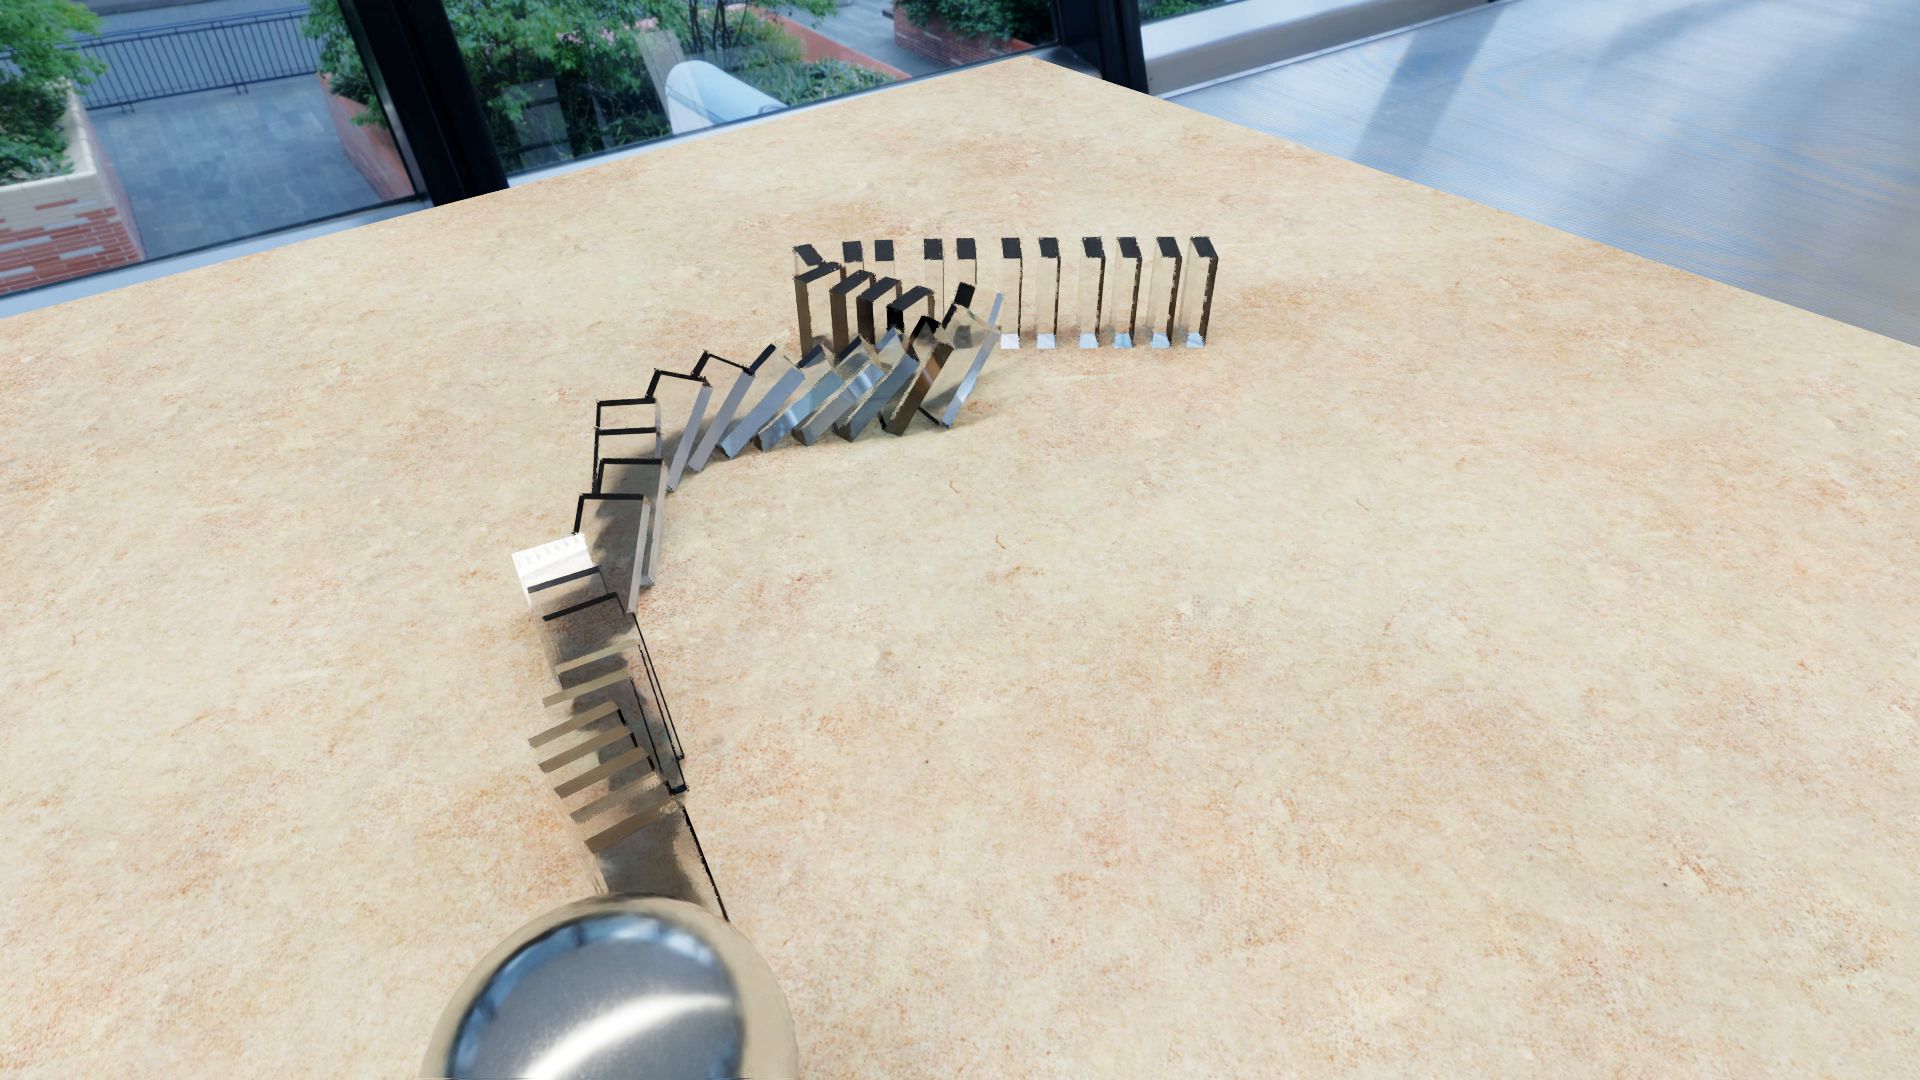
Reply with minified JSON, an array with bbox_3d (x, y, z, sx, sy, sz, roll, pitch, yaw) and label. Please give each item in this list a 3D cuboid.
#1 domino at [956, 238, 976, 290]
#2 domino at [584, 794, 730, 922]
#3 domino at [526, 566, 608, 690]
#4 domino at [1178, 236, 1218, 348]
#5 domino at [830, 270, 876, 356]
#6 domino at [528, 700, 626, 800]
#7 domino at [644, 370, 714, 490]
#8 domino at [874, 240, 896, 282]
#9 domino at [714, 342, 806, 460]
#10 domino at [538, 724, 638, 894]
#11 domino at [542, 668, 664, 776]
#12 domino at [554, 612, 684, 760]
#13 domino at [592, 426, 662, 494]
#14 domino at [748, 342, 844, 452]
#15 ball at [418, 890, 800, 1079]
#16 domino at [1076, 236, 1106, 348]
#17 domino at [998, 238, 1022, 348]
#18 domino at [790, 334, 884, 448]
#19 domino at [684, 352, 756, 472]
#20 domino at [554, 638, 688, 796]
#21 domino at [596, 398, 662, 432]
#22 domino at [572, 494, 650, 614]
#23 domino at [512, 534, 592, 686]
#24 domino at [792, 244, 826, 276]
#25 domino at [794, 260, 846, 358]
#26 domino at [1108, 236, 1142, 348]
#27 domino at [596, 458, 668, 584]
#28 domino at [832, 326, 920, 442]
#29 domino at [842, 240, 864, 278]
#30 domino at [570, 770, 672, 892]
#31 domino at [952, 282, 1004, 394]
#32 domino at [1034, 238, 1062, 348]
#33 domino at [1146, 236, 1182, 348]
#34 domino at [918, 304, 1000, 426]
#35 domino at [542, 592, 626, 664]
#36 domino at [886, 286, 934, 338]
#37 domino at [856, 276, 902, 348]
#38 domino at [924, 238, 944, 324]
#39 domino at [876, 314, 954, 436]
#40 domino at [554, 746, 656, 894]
[{"bbox_3d":[0.003,-0.127,0.566,0.009,0.050,0.025,-1,39,-1],"label":"domino"},{"bbox_3d":[-0.078,0.097,0.294,0.025,0.050,0.010,-25,20,-27],"label":"domino"},{"bbox_3d":[-0.130,0.036,0.383,0.025,0.010,0.050,-19,70,-21],"label":"domino"},{"bbox_3d":[0.122,-0.128,0.567,0.010,0.050,0.025,-1,39,-2],"label":"domino"},{"bbox_3d":[-0.051,-0.103,0.538,0.009,0.050,0.025,21,44,23],"label":"domino"},{"bbox_3d":[-0.103,0.075,0.320,0.025,0.050,0.010,-25,20,-27],"label":"domino"},{"bbox_3d":[-0.129,-0.049,0.482,0.025,0.010,0.050,12,74,17],"label":"domino"},{"bbox_3d":[-0.038,-0.125,0.564,0.009,0.050,0.025,-3,39,-4],"label":"domino"},{"bbox_3d":[-0.094,-0.063,0.498,0.050,0.010,0.025,-46,47,5],"label":"domino"},{"bbox_3d":[-0.098,0.081,0.313,0.025,0.050,0.010,-25,20,-27],"label":"domino"},{"bbox_3d":[-0.105,0.067,0.331,0.025,0.050,0.009,-20,17,-22],"label":"domino"},{"bbox_3d":[-0.109,0.051,0.353,0.025,0.050,0.009,-20,5,-22],"label":"domino"},{"bbox_3d":[-0.137,-0.021,0.451,0.025,0.009,0.050,-3,69,-3],"label":"domino"},{"bbox_3d":[-0.076,-0.065,0.500,0.050,0.010,0.025,-39,41,12],"label":"domino"},{"bbox_3d":[-0.076,0.119,0.242,0.080,0.080,0.080,0,39,0],"label":"ball"},{"bbox_3d":[0.067,-0.127,0.567,0.009,0.050,0.025,0,39,0],"label":"domino"},{"bbox_3d":[0.026,-0.127,0.566,0.009,0.050,0.025,-1,39,-1],"label":"domino"},{"bbox_3d":[-0.058,-0.068,0.502,0.050,0.009,0.025,-41,39,16],"label":"domino"},{"bbox_3d":[-0.116,-0.058,0.493,0.025,0.009,0.050,23,79,26],"label":"domino"},{"bbox_3d":[-0.105,0.059,0.341,0.025,0.050,0.010,-20,15,-22],"label":"domino"},{"bbox_3d":[-0.141,-0.035,0.467,0.025,0.009,0.050,-4,70,-1],"label":"domino"},{"bbox_3d":[-0.134,0.007,0.418,0.025,0.009,0.050,1,66,1],"label":"domino"},{"bbox_3d":[-0.141,0.025,0.397,0.025,0.010,0.050,-19,69,-21],"label":"domino"},{"bbox_3d":[-0.075,-0.122,0.560,0.010,0.050,0.025,-16,42,-18],"label":"domino"},{"bbox_3d":[-0.067,-0.110,0.546,0.009,0.050,0.025,31,48,32],"label":"domino"},{"bbox_3d":[0.085,-0.127,0.567,0.009,0.050,0.025,0,39,0],"label":"domino"},{"bbox_3d":[-0.132,-0.008,0.435,0.025,0.010,0.050,0,68,1],"label":"domino"},{"bbox_3d":[-0.040,-0.071,0.504,0.009,0.050,0.025,30,24,-35],"label":"domino"},{"bbox_3d":[-0.053,-0.124,0.563,0.009,0.050,0.025,-5,40,-6],"label":"domino"},{"bbox_3d":[-0.085,0.091,0.301,0.025,0.050,0.009,-25,20,-27],"label":"domino"},{"bbox_3d":[0.003,-0.096,0.524,0.009,0.050,0.025,28,17,30],"label":"domino"},{"bbox_3d":[0.045,-0.127,0.567,0.009,0.050,0.025,-1,39,-1],"label":"domino"},{"bbox_3d":[0.105,-0.128,0.567,0.010,0.050,0.025,0,39,-1],"label":"domino"},{"bbox_3d":[-0.004,-0.080,0.508,0.025,0.050,0.009,41,23,25],"label":"domino"},{"bbox_3d":[-0.119,0.045,0.369,0.025,0.010,0.050,-21,74,-22],"label":"domino"},{"bbox_3d":[-0.023,-0.093,0.525,0.009,0.050,0.025,23,44,25],"label":"domino"},{"bbox_3d":[-0.038,-0.099,0.532,0.010,0.050,0.025,20,44,23],"label":"domino"},{"bbox_3d":[-0.013,-0.126,0.565,0.010,0.050,0.025,-2,39,-2],"label":"domino"},{"bbox_3d":[-0.022,-0.075,0.505,0.009,0.050,0.025,17,30,-31],"label":"domino"},{"bbox_3d":[-0.091,0.086,0.307,0.025,0.050,0.010,-25,20,-27],"label":"domino"}]
